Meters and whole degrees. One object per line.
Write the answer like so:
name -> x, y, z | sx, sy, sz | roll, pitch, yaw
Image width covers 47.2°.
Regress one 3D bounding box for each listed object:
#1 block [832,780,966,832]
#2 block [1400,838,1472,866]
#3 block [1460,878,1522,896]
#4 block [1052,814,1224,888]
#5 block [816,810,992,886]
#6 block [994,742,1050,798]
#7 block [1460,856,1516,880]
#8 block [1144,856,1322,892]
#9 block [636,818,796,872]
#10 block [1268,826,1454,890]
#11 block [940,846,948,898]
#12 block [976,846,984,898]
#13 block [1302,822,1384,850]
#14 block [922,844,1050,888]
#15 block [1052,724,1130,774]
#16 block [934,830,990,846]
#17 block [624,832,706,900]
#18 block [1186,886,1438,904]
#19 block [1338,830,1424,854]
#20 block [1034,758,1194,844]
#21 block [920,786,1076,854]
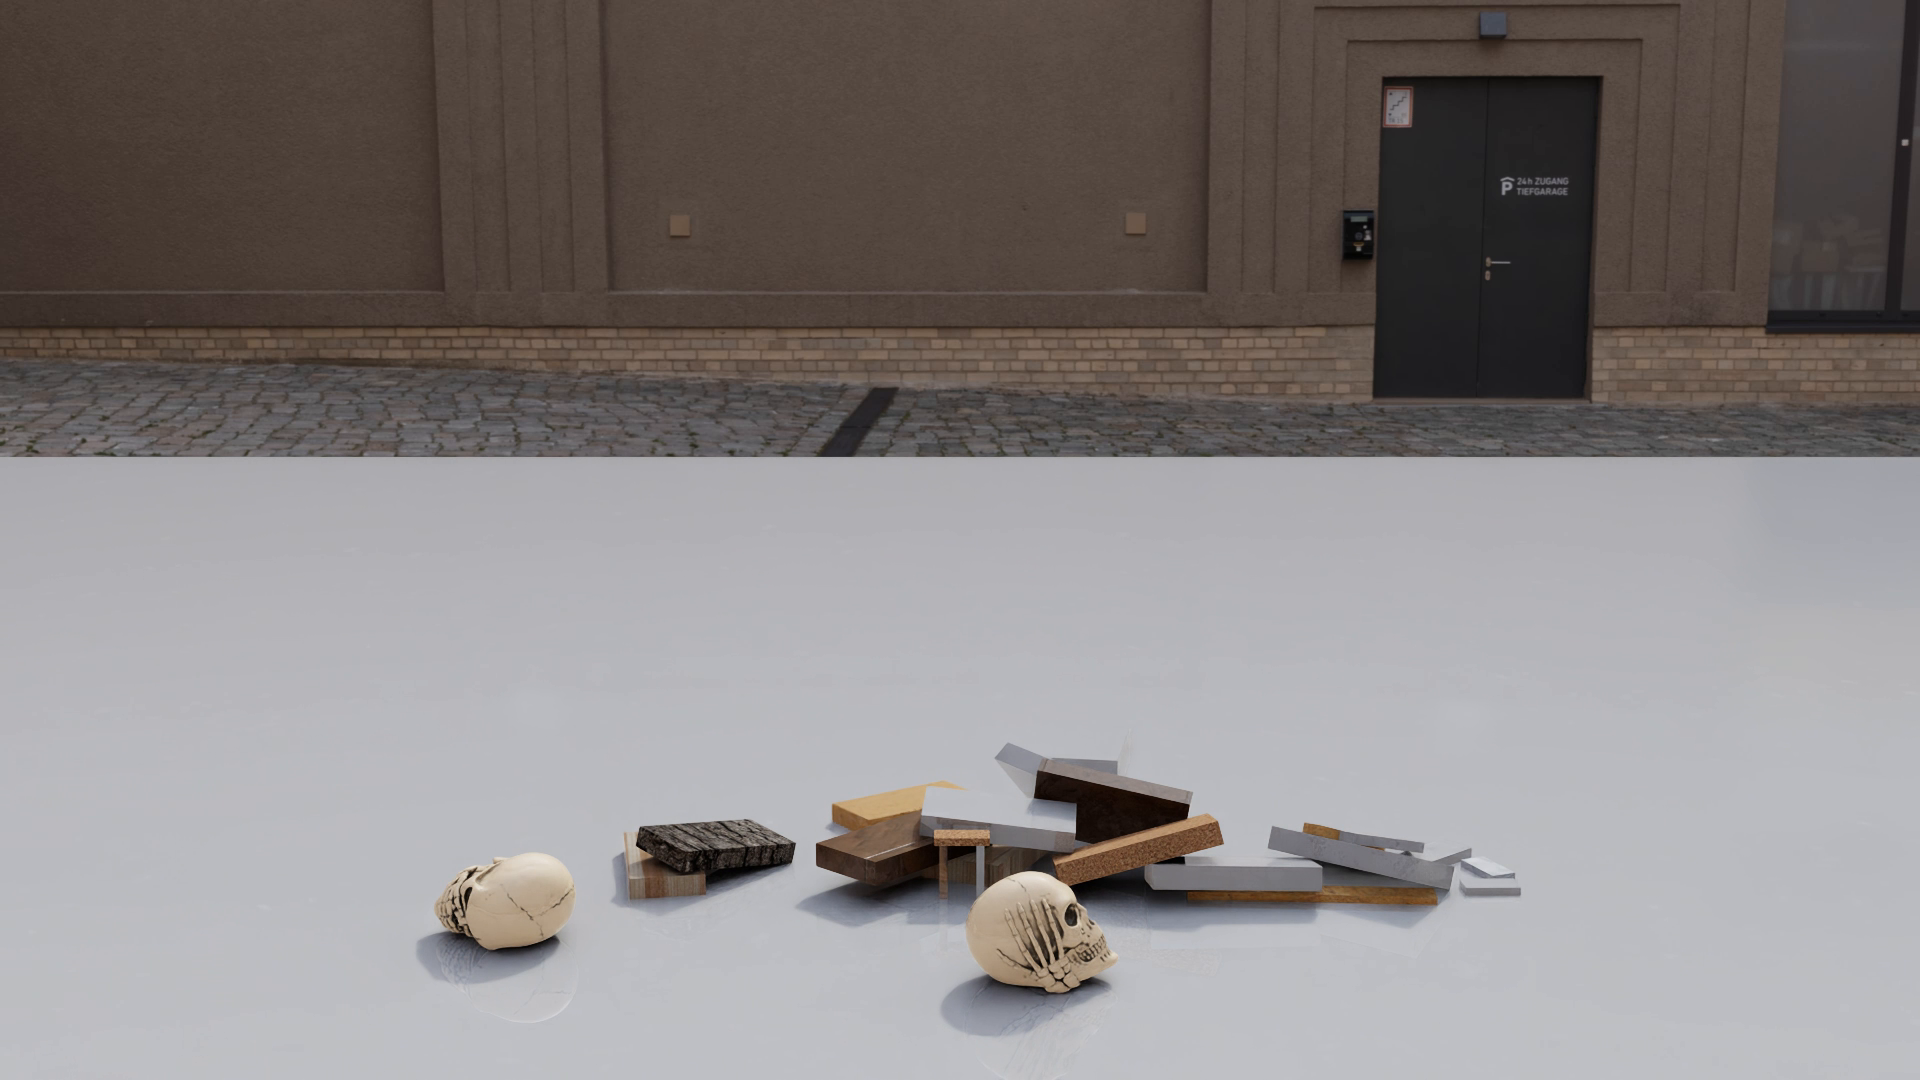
block -> -0.097, 0.498, 4.069 | 0.250, 0.035, 0.125 | -8, 12, -34
block -> 0.825, 0.551, 3.831 | 0.130, 0.018, 0.065 | -9, 14, -40
block -> 0.887, 0.581, 3.682 | 0.092, 0.013, 0.046 | 0, 11, -1
block -> 0.295, 0.519, 3.682 | 0.277, 0.039, 0.139 | -15, -1, -1
block -> -0.092, 0.517, 3.734 | 0.142, 0.040, 0.283 | 10, 14, 42
block -> 0.193, 0.460, 4.000 | 0.040, 0.142, 0.284 | -48, 31, -17
block -> 0.905, 0.565, 3.769 | 0.046, 0.013, 0.092 | -4, 11, -22
block -> 0.453, 0.555, 3.660 | 0.277, 0.039, 0.139 | 1, -2, -1
block -> -0.417, 0.523, 3.773 | 0.125, 0.035, 0.250 | 19, 11, 42
block -> 0.677, 0.537, 3.719 | 0.277, 0.039, 0.139 | 8, -7, 38
block -> -0.027, 0.545, 3.658 | 0.013, 0.092, 0.046 | 0, 11, 0
block -> 0.034, 0.545, 3.658 | 0.013, 0.092, 0.046 | 0, 11, 0
block -> 0.672, 0.521, 3.849 | 0.130, 0.018, 0.065 | 16, -7, -14
block -> 0.062, 0.537, 3.844 | 0.142, 0.040, 0.284 | 5, 12, 26
block -> 0.268, 0.426, 4.452 | 0.131, 0.037, 0.261 | 2, 11, 10
block -> 0.003, 0.494, 3.648 | 0.092, 0.013, 0.046 | 0, 11, 0
block -> -0.509, 0.553, 3.770 | 0.125, 0.035, 0.250 | -2, 11, -11
block -> 0.582, 0.587, 3.649 | 0.408, 0.013, 0.046 | 1, 11, 4
block -> 0.726, 0.520, 3.792 | 0.130, 0.018, 0.065 | 9, -5, -13
block -> 0.262, 0.471, 3.822 | 0.268, 0.131, 0.037 | 12, 32, 10
block -> 0.066, 0.477, 3.756 | 0.261, 0.037, 0.131 | 6, 16, 2
